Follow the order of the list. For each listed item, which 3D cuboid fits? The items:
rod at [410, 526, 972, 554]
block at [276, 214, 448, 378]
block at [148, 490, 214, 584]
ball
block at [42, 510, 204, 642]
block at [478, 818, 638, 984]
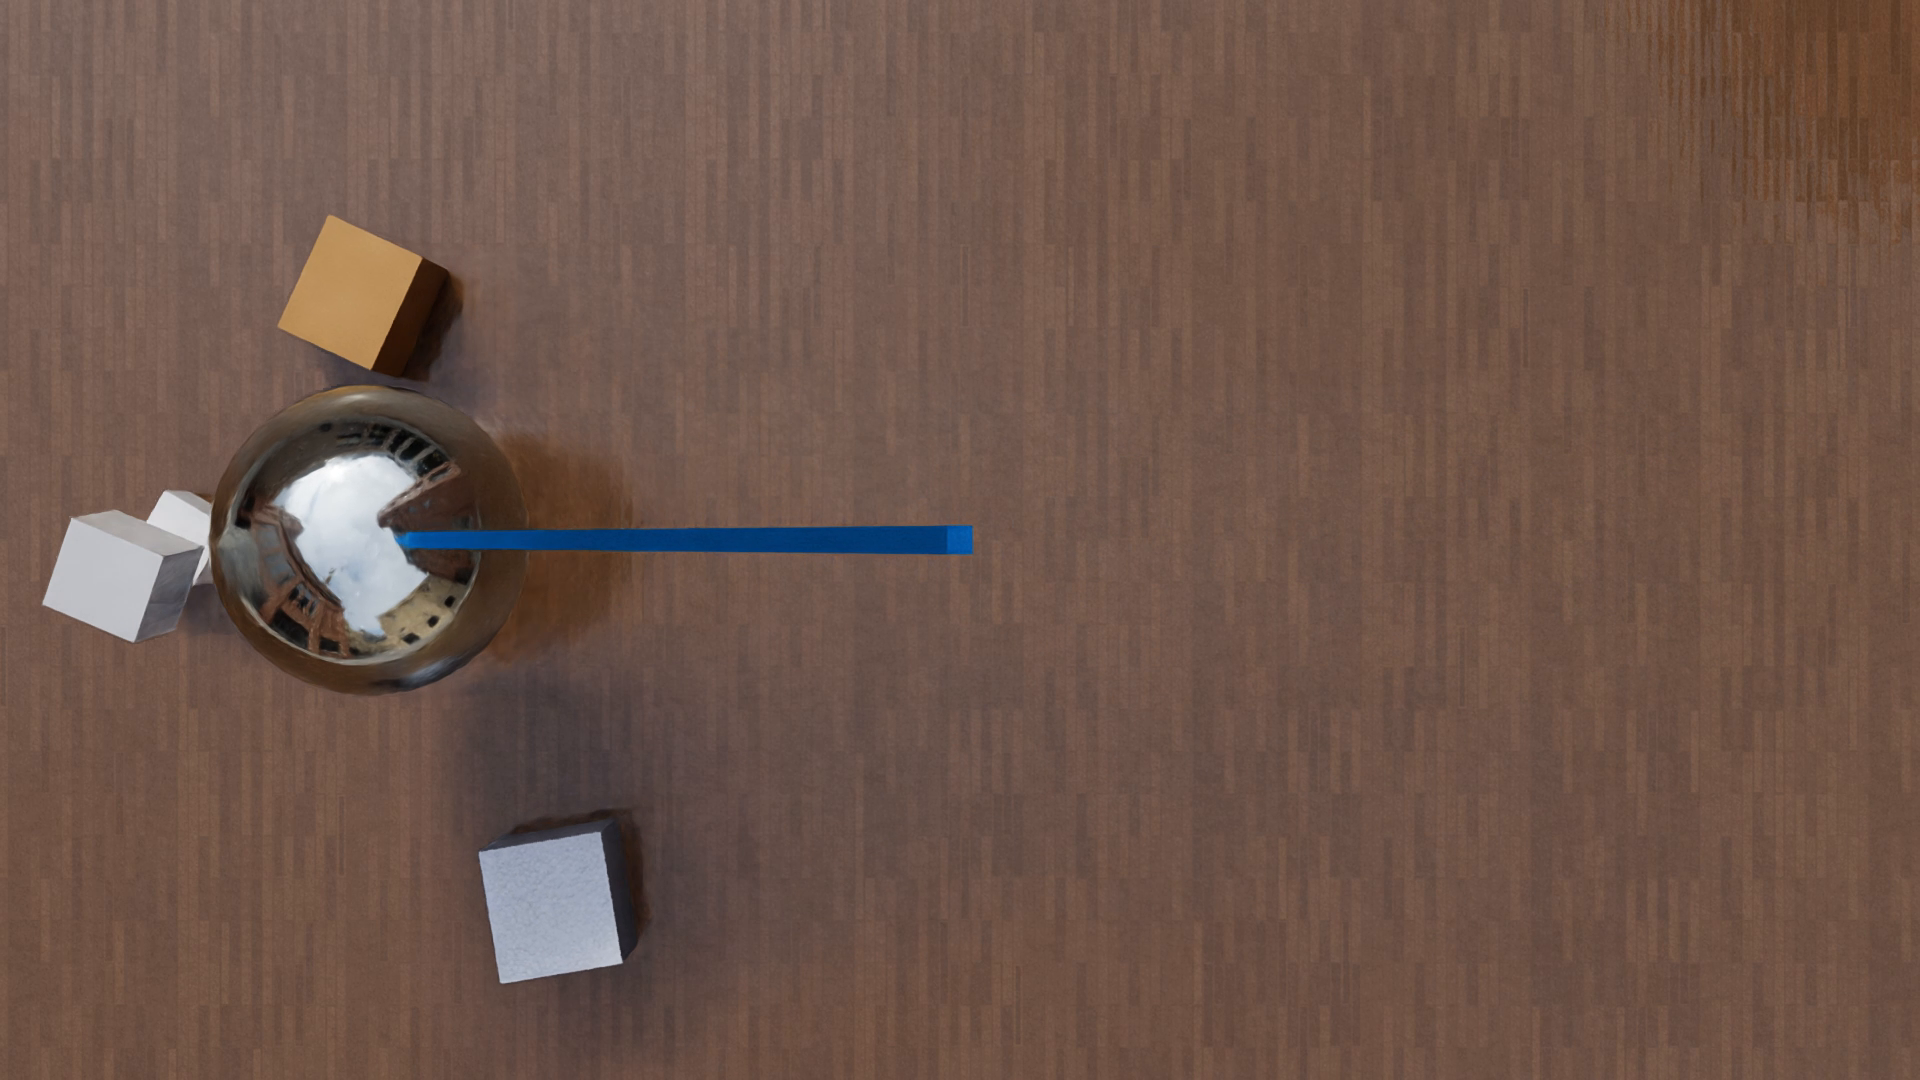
[{"bbox_3d":[-1.307,0.000,8.347,0.080,5.200,0.080,0,90,-30],"label":"rod"},{"bbox_3d":[-3.433,-1.394,12.686,0.583,0.629,0.700,25,90,0],"label":"block"},{"bbox_3d":[-4.461,-0.013,12.783,0.414,0.429,0.386,30,90,1],"label":"block"},{"bbox_3d":[-3.017,0.000,11.286,1.600,1.600,1.600,0,90,0],"label":"ball"},{"bbox_3d":[-4.060,0.170,10.689,0.486,0.434,0.448,22,98,4],"label":"block"},{"bbox_3d":[-2.304,2.069,12.686,0.695,0.627,0.752,-10,90,0],"label":"block"}]
